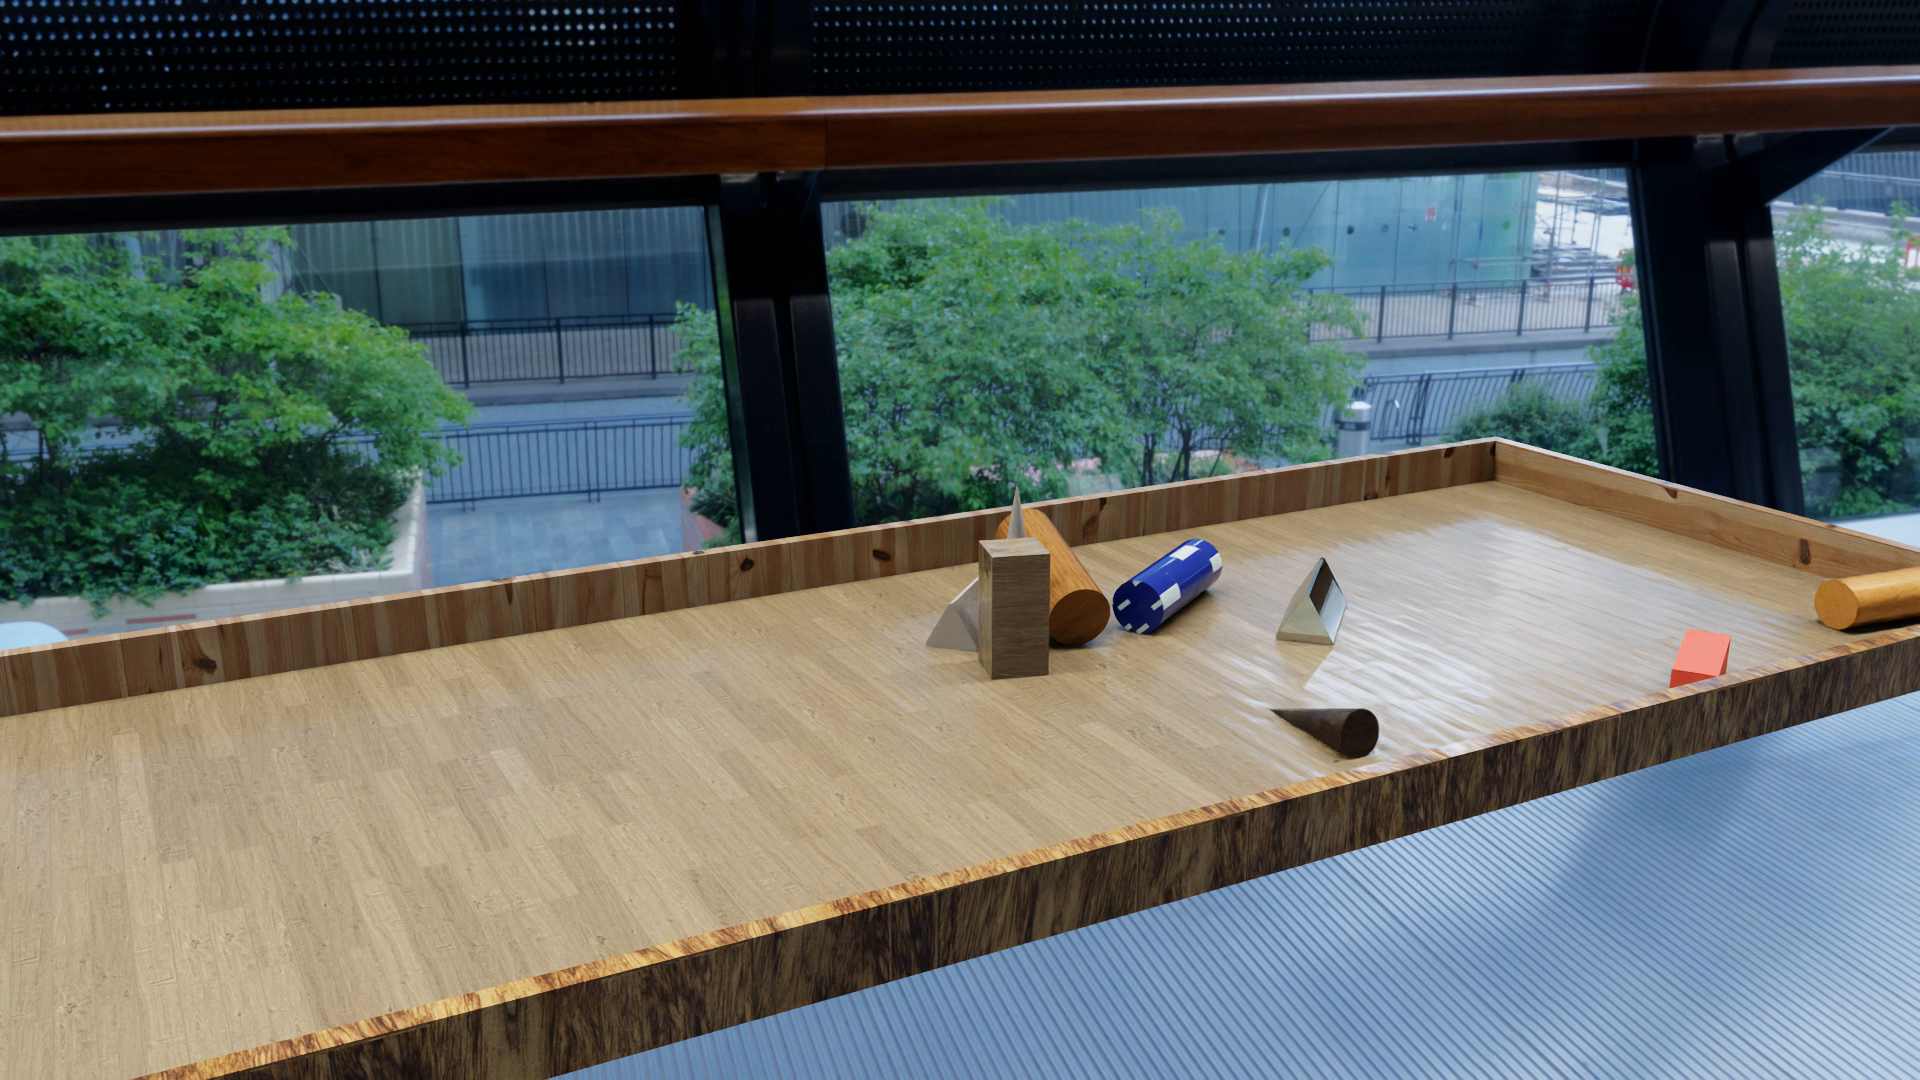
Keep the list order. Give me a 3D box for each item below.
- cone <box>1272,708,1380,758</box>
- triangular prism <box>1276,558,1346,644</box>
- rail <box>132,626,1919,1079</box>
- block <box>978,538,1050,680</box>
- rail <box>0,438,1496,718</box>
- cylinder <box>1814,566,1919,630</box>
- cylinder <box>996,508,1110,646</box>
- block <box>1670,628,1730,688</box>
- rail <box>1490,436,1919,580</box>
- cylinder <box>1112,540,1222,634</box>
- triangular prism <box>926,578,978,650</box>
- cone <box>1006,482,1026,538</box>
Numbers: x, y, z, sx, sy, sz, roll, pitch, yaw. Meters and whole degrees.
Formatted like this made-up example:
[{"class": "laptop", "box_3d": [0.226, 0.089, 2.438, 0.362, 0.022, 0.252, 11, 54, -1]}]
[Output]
[{"class": "cone", "box_3d": [0.820, 0.420, 3.829, 0.111, 0.111, 0.320, -9, 8, -28]}, {"class": "triangular prism", "box_3d": [0.979, 0.160, 4.566, 0.150, 0.130, 0.368, 6, 17, 17]}, {"class": "rail", "box_3d": [-2.336, 1.006, 1.665, 12.000, 0.150, 0.050, -9, 18, -27]}, {"class": "block", "box_3d": [0.136, 0.173, 4.195, 0.148, 0.323, 0.148, -4, 17, -12]}, {"class": "rail", "box_3d": [-3.305, 0.497, 3.399, 12.000, 0.150, 0.050, -9, 18, -27]}, {"class": "cylinder", "box_3d": [2.572, 0.157, 4.578, 0.384, 0.137, 0.137, -7, 18, -21]}, {"class": "cylinder", "box_3d": [0.250, 0.096, 4.548, 0.174, 0.174, 0.458, -5, 30, -17]}, {"class": "block", "box_3d": [1.826, 0.324, 4.072, 0.102, 0.102, 0.330, 9, 19, 28]}, {"class": "rail", "box_3d": [2.466, -0.048, 5.253, 0.050, 0.150, 2.100, -9, 18, -27]}, {"class": "cylinder", "box_3d": [0.591, 0.126, 4.661, 0.150, 0.150, 0.457, 9, 19, 27]}, {"class": "triangular prism", "box_3d": [0.047, 0.167, 4.555, 0.144, 0.124, 0.444, 5, 17, 18]}, {"class": "cone", "box_3d": [0.149, 0.065, 4.331, 0.157, 0.451, 0.157, 0, 17, 0]}]
